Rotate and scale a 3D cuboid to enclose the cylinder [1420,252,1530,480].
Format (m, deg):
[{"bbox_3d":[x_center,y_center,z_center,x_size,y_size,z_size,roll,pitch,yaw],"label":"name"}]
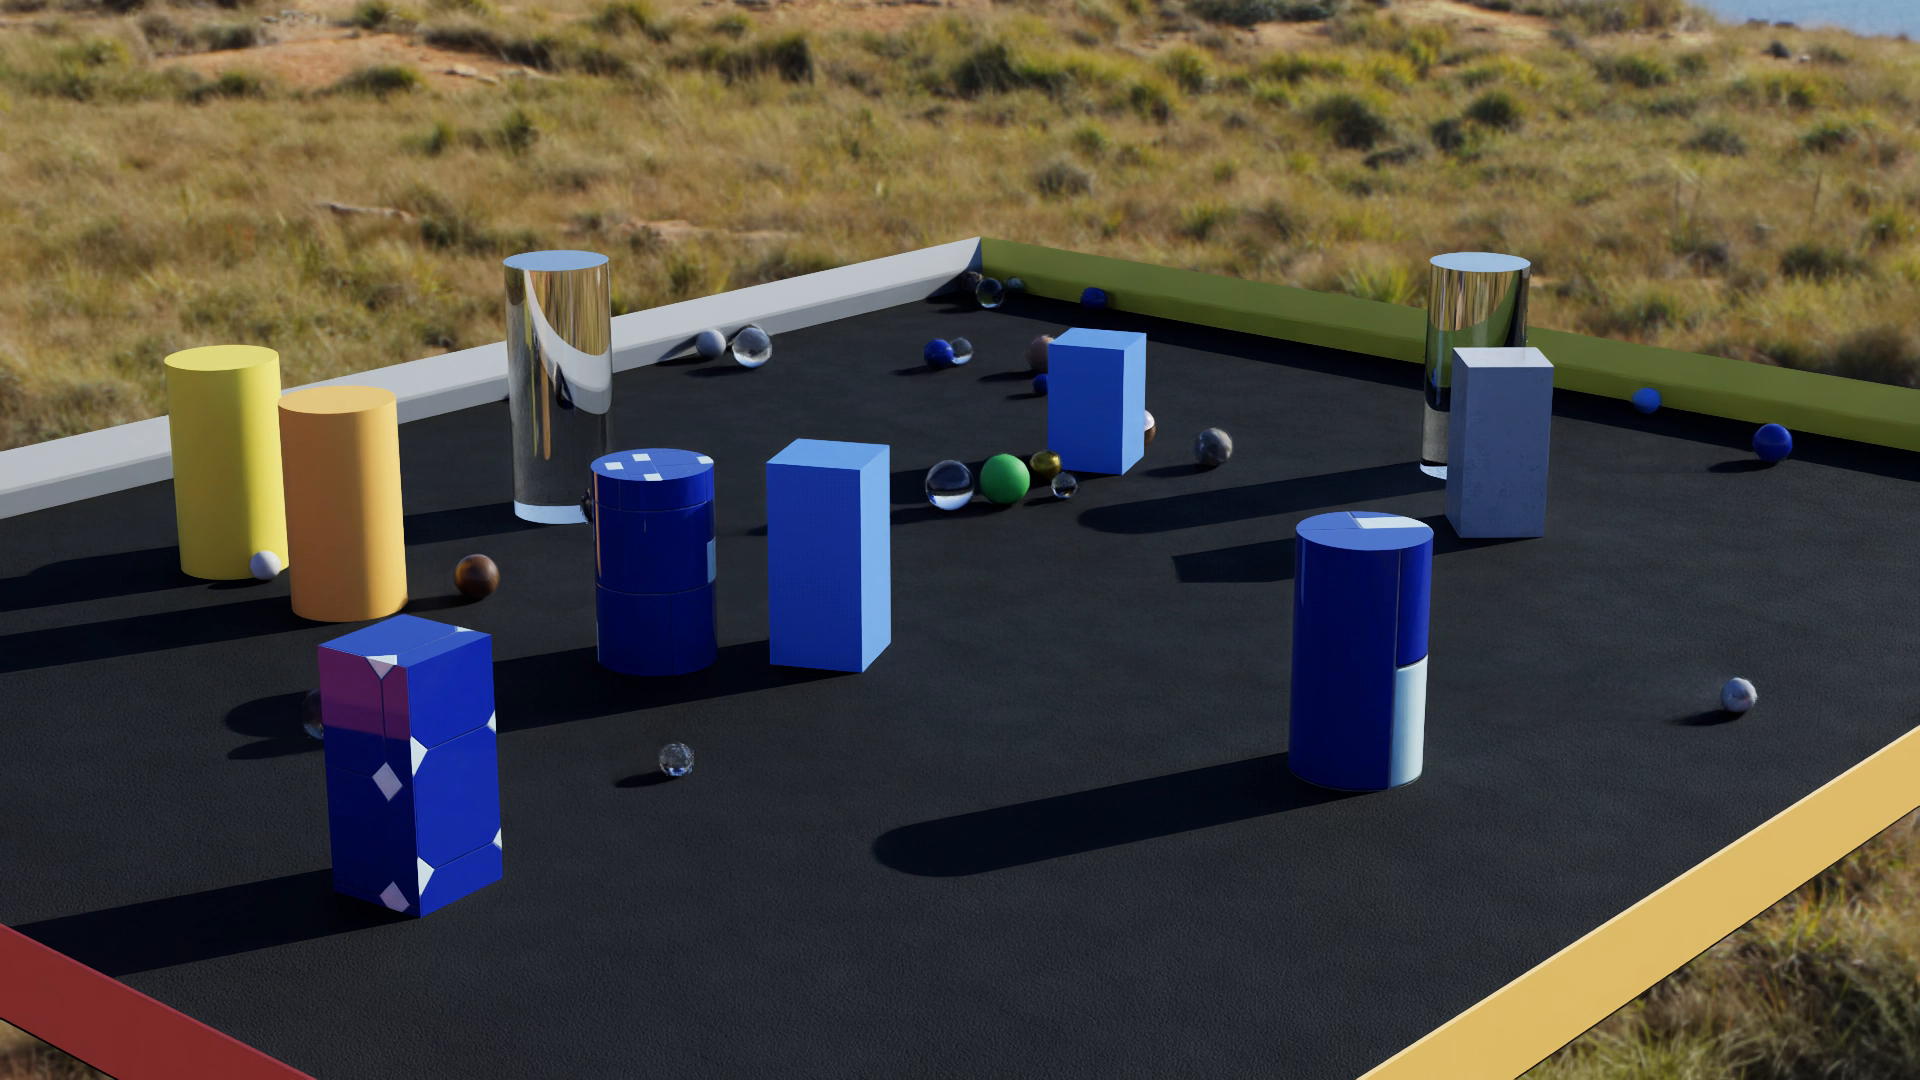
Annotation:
[{"bbox_3d":[1.030,-0.347,5.867,0.197,0.425,0.197,0,17,0],"label":"cylinder"}]

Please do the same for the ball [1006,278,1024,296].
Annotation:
[{"bbox_3d":[0.141,-0.648,7.516,0.049,0.049,0.049,0,17,0],"label":"ball"}]

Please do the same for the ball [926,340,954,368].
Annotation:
[{"bbox_3d":[-0.047,-0.428,6.757,0.066,0.066,0.066,0,17,0],"label":"ball"}]

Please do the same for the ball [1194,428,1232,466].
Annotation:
[{"bbox_3d":[0.512,-0.187,5.939,0.077,0.077,0.077,0,17,0],"label":"ball"}]

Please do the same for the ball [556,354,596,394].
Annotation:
[{"bbox_3d":[-0.854,-0.368,6.517,0.090,0.090,0.090,0,17,0],"label":"ball"}]

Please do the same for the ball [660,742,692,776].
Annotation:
[{"bbox_3d":[-0.417,0.321,4.302,0.049,0.049,0.049,0,17,0],"label":"ball"}]

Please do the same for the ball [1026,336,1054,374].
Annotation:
[{"bbox_3d":[0.194,-0.424,6.713,0.084,0.084,0.084,0,17,0],"label":"ball"}]

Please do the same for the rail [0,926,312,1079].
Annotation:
[{"bbox_3d":[-1.311,0.468,3.674,3.373,0.128,0.045,14,22,39],"label":"rail"}]

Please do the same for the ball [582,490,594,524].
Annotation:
[{"bbox_3d":[-0.675,-0.064,5.534,0.075,0.075,0.075,0,17,0],"label":"ball"}]

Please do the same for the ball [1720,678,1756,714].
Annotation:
[{"bbox_3d":[1.209,0.242,4.553,0.055,0.055,0.055,0,17,0],"label":"ball"}]

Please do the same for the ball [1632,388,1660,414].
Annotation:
[{"bbox_3d":[1.485,-0.302,6.350,0.059,0.059,0.059,0,17,0],"label":"ball"}]

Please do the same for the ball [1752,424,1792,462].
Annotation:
[{"bbox_3d":[1.654,-0.197,5.969,0.079,0.079,0.079,0,17,0],"label":"ball"}]

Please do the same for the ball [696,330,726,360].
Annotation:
[{"bbox_3d":[-0.582,-0.457,6.846,0.070,0.070,0.070,0,17,0],"label":"ball"}]

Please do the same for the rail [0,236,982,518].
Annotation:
[{"bbox_3d":[-1.255,-0.282,6.164,0.045,0.128,4.047,14,22,39],"label":"rail"}]

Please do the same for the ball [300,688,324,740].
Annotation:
[{"bbox_3d":[-0.958,0.263,4.438,0.081,0.081,0.081,0,17,0],"label":"ball"}]

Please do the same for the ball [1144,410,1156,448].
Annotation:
[{"bbox_3d":[0.363,-0.231,6.068,0.087,0.087,0.087,0,17,0],"label":"ball"}]

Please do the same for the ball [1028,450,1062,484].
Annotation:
[{"bbox_3d":[0.168,-0.145,5.820,0.065,0.065,0.065,0,17,0],"label":"ball"}]

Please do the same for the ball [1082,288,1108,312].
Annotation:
[{"bbox_3d":[0.337,-0.600,7.336,0.062,0.062,0.062,0,17,0],"label":"ball"}]

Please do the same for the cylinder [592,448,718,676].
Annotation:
[{"bbox_3d":[-0.496,0.035,4.768,0.197,0.328,0.197,0,17,0],"label":"cylinder"}]

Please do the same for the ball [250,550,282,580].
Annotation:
[{"bbox_3d":[-1.233,0.045,5.208,0.054,0.054,0.054,0,17,0],"label":"ball"}]

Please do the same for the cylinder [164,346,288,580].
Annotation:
[{"bbox_3d":[-1.310,-0.141,5.255,0.197,0.383,0.197,0,17,0],"label":"cylinder"}]

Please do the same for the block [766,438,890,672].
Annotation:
[{"bbox_3d":[-0.213,0.024,4.783,0.158,0.340,0.158,5,17,15],"label":"block"}]

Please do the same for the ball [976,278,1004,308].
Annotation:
[{"bbox_3d":[0.075,-0.622,7.387,0.075,0.075,0.075,0,17,0],"label":"ball"}]

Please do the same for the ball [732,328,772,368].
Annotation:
[{"bbox_3d":[-0.479,-0.443,6.763,0.091,0.091,0.091,0,17,0],"label":"ball"}]

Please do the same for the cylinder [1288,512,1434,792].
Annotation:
[{"bbox_3d":[0.584,0.161,4.285,0.197,0.365,0.197,0,17,0],"label":"cylinder"}]

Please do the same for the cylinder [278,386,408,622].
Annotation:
[{"bbox_3d":[-1.058,-0.064,5.030,0.197,0.366,0.197,0,17,0],"label":"cylinder"}]

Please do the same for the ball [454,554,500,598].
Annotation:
[{"bbox_3d":[-0.842,0.064,5.107,0.078,0.078,0.078,0,17,0],"label":"ball"}]

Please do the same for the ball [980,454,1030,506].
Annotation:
[{"bbox_3d":[0.086,-0.116,5.666,0.099,0.099,0.099,0,17,0],"label":"ball"}]

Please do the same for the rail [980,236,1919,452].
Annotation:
[{"bbox_3d":[1.311,-0.404,6.566,3.373,0.128,0.045,14,22,39],"label":"rail"}]

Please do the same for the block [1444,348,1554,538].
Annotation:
[{"bbox_3d":[1.009,-0.184,5.496,0.158,0.326,0.158,0,17,-1],"label":"block"}]

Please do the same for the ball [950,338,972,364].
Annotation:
[{"bbox_3d":[0.000,-0.438,6.800,0.060,0.060,0.060,0,17,0],"label":"ball"}]

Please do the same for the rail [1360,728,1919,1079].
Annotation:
[{"bbox_3d":[1.255,0.347,4.076,0.045,0.128,4.047,14,22,39],"label":"rail"}]

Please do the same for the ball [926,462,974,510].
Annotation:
[{"bbox_3d":[-0.020,-0.104,5.632,0.095,0.095,0.095,0,17,0],"label":"ball"}]

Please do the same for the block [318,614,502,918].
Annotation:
[{"bbox_3d":[-0.724,0.296,3.874,0.158,0.345,0.158,11,20,32],"label":"block"}]

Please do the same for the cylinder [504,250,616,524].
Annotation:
[{"bbox_3d":[-0.759,-0.292,5.578,0.197,0.487,0.197,0,17,0],"label":"cylinder"}]

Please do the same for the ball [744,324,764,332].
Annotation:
[{"bbox_3d":[-0.491,-0.486,6.974,0.053,0.053,0.053,0,17,0],"label":"ball"}]

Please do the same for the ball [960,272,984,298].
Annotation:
[{"bbox_3d":[0.033,-0.652,7.496,0.068,0.068,0.068,0,17,0],"label":"ball"}]

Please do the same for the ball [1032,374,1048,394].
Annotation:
[{"bbox_3d":[0.185,-0.348,6.524,0.047,0.047,0.047,0,17,0],"label":"ball"}]

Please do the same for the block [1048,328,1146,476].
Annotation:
[{"bbox_3d":[0.277,-0.283,5.943,0.158,0.258,0.158,6,18,19],"label":"block"}]

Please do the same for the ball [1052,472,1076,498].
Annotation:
[{"bbox_3d":[0.203,-0.107,5.719,0.050,0.050,0.050,0,17,0],"label":"ball"}]
